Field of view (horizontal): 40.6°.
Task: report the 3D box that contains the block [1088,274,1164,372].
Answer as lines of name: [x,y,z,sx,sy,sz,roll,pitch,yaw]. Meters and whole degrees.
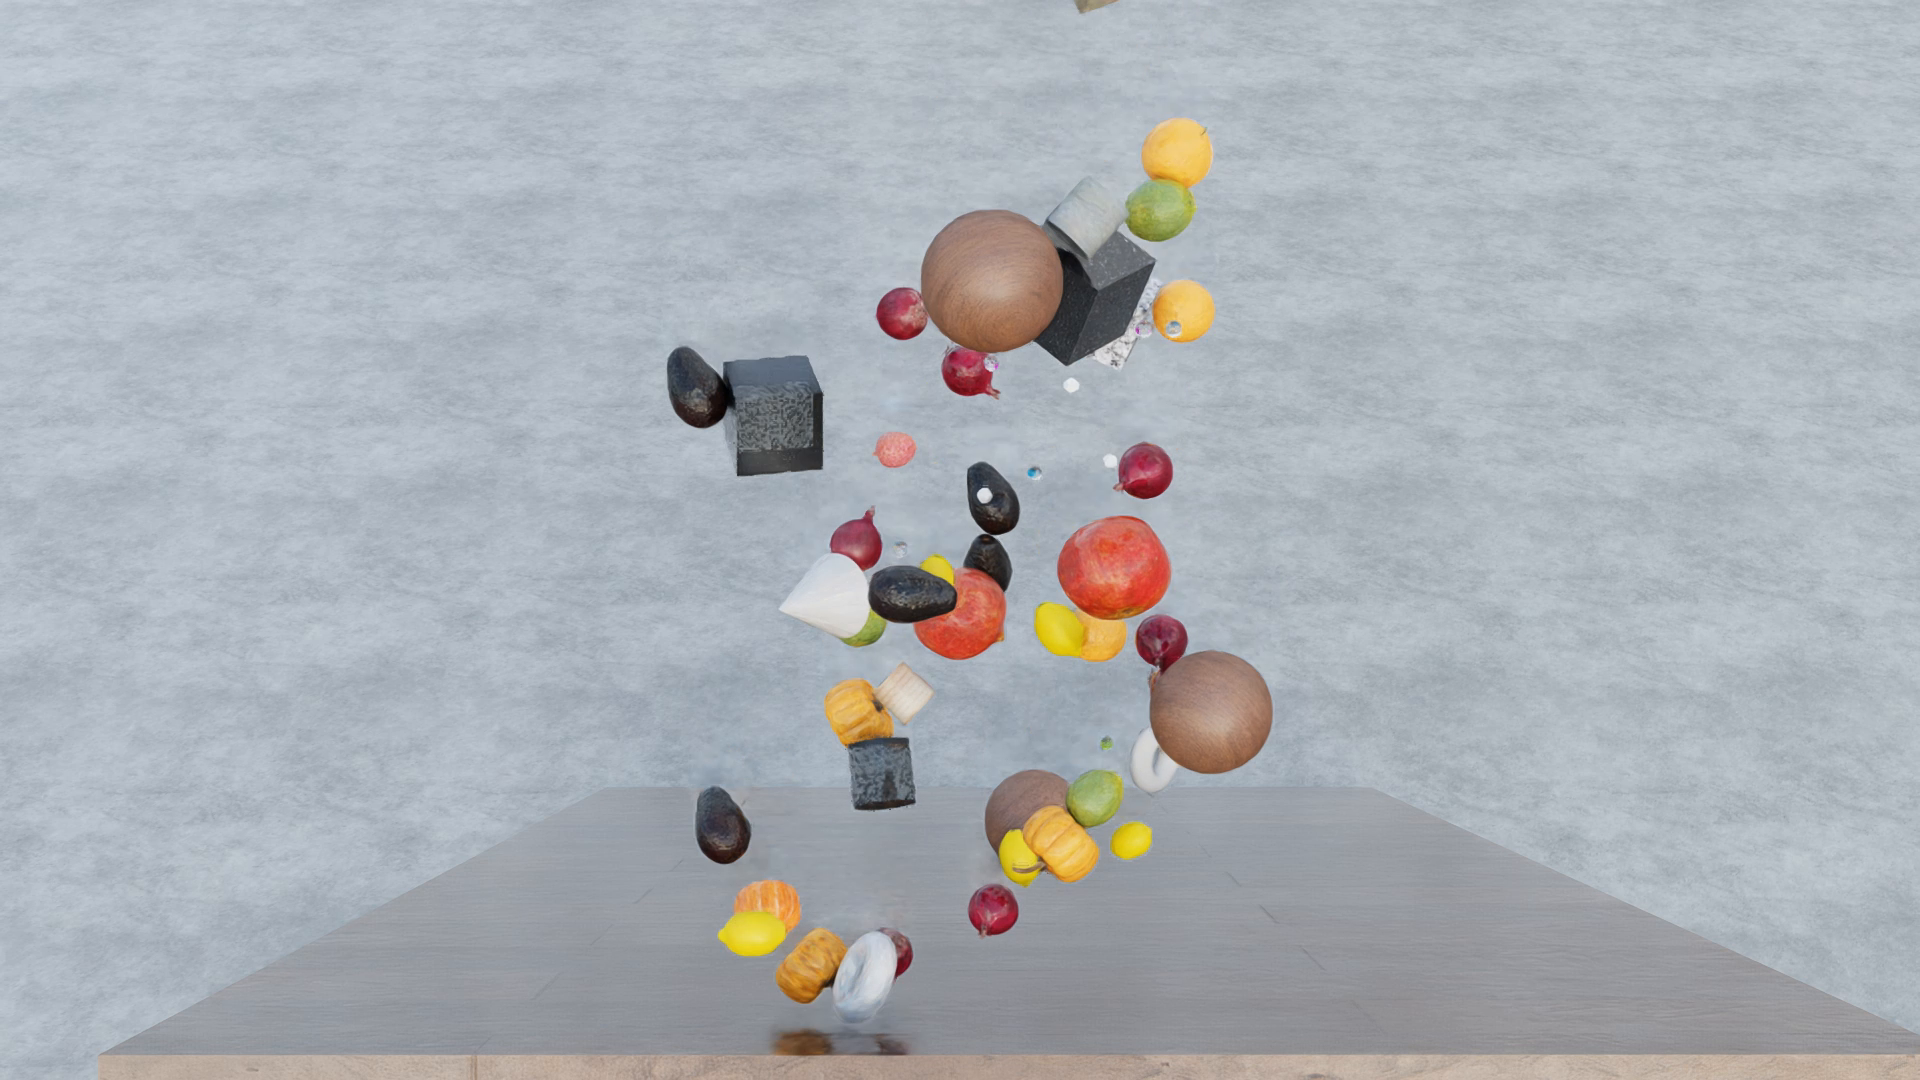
block: [0.167,-0.258,2.915,0.083,0.083,0.083,25,36,3]

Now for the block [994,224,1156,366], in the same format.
block: [0.111,-0.245,2.495,0.095,0.095,0.095,40,44,19]

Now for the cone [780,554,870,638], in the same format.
cone: [-0.168,0.069,2.884,0.097,0.097,0.097,26,23,33]

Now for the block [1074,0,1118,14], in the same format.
block: [0.133,-0.518,2.249,0.078,0.078,0.078,-24,83,-25]

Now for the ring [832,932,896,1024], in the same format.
ring: [-0.110,0.503,2.980,0.037,0.110,0.110,26,28,-20]

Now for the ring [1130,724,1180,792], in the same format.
ring: [0.230,0.257,3.061,0.028,0.083,0.083,12,34,40]

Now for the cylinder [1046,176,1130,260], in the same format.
cylinder: [0.119,-0.301,2.423,0.056,0.056,0.056,-48,45,-1]

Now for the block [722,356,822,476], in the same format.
block: [-0.202,-0.134,2.796,0.092,0.092,0.092,-5,31,-12]

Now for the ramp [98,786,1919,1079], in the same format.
ramp: [0.075,0.649,4.782,2.000,0.100,4.000,0,-1,0]

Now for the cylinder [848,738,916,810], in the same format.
cylinder: [-0.089,0.266,2.947,0.071,0.071,0.071,-5,77,-8]
